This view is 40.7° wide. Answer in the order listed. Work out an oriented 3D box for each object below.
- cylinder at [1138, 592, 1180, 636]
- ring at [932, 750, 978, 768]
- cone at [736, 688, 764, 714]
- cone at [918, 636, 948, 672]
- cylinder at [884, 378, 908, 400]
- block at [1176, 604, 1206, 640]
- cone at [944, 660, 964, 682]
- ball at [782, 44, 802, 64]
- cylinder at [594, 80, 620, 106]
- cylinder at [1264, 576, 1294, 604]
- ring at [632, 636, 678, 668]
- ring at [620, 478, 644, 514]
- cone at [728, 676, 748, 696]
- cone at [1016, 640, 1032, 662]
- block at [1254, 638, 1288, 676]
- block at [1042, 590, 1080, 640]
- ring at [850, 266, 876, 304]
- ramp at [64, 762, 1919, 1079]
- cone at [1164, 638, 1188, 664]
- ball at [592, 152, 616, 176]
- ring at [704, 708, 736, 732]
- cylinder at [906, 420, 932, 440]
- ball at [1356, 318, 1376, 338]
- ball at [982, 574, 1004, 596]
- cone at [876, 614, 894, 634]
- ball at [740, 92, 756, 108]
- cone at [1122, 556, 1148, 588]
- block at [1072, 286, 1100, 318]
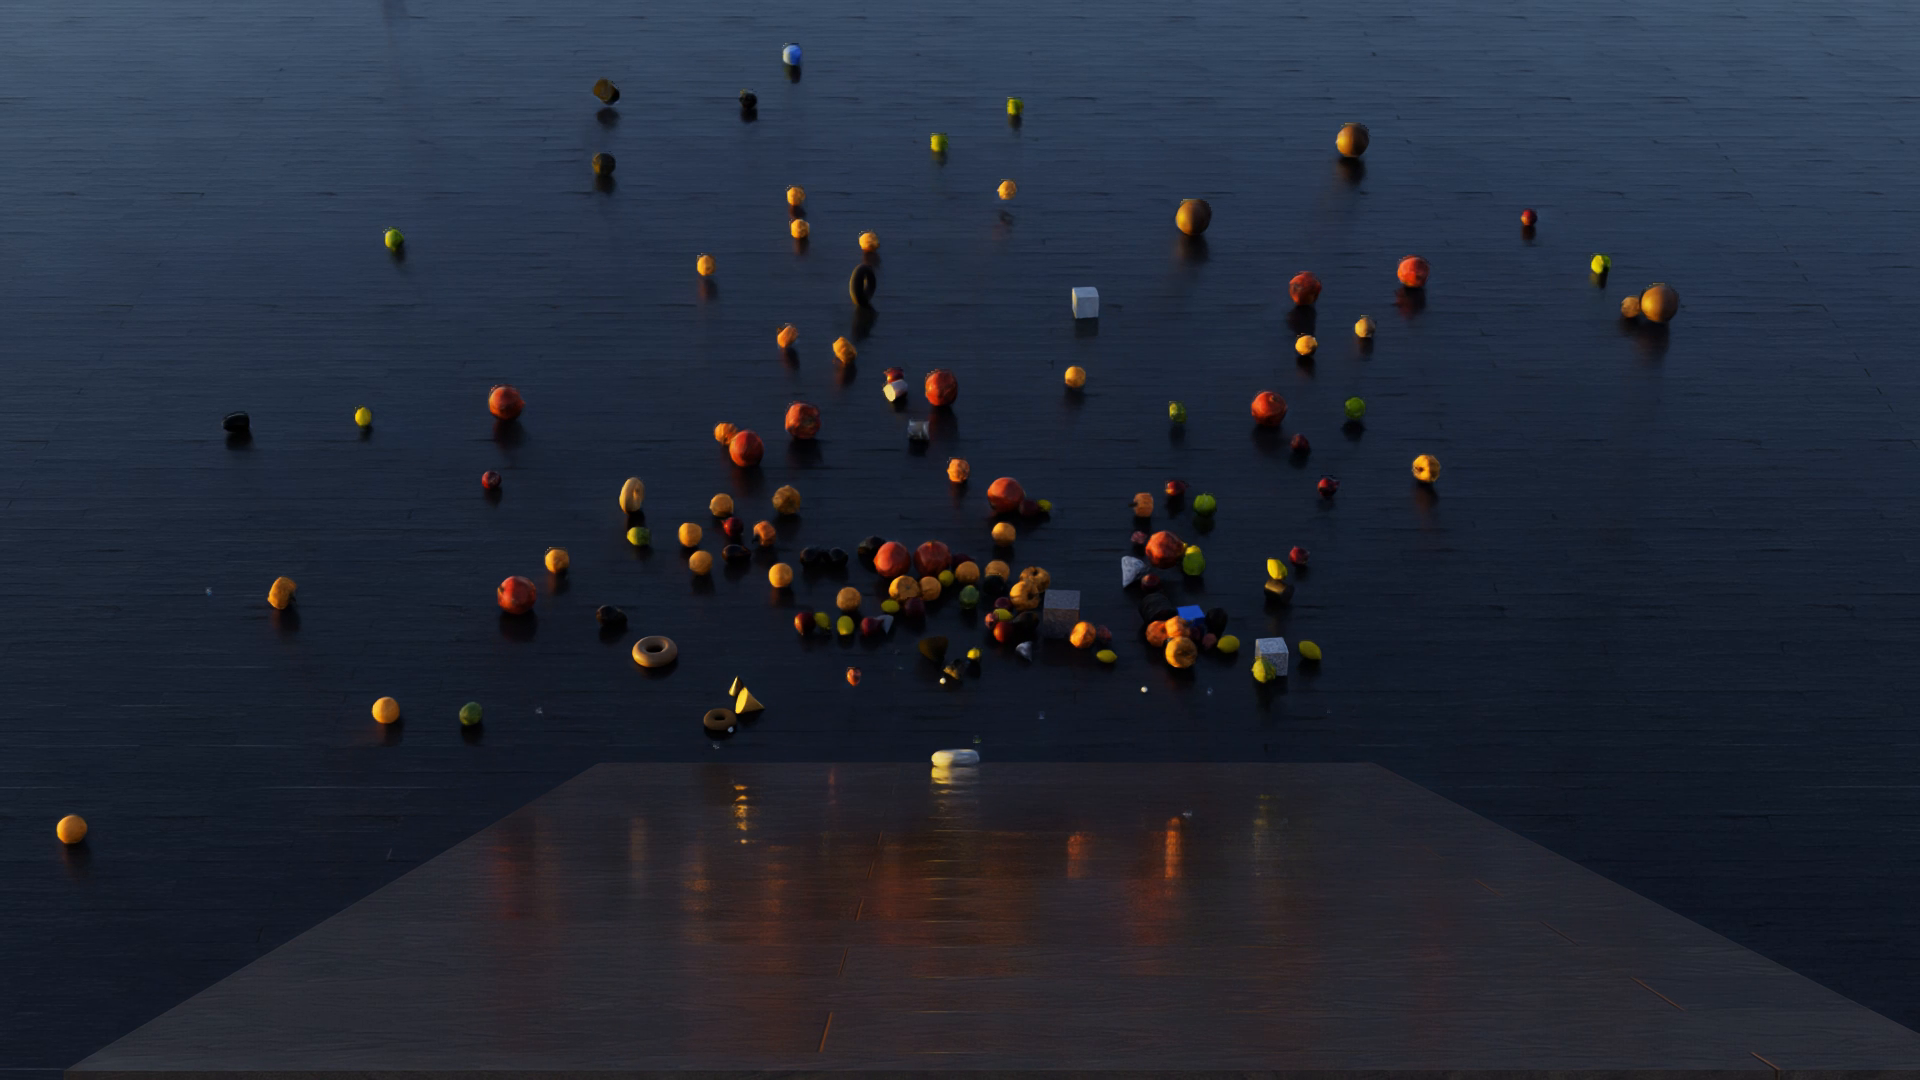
[{"bbox_3d":[0.566,0.212,7.368,0.090,0.090,0.090,-9,32,-14],"label":"cylinder"},{"bbox_3d":[-0.012,0.554,6.569,0.121,0.040,0.121,-1,0,0],"label":"ring"},{"bbox_3d":[-0.561,0.446,7.034,0.073,0.073,0.073,18,25,-22],"label":"cone"},{"bbox_3d":[-0.067,0.329,7.223,0.088,0.088,0.088,-6,58,-10],"label":"cone"},{"bbox_3d":[-0.212,-0.498,8.583,0.057,0.057,0.057,-27,40,-33],"label":"cylinder"},{"bbox_3d":[0.653,0.233,7.357,0.066,0.066,0.066,-7,32,-11],"label":"block"},{"bbox_3d":[-0.004,0.372,7.163,0.060,0.060,0.060,-17,62,-26],"label":"cone"},{"bbox_3d":[-0.727,-2.105,11.234,0.085,0.085,0.085,0,31,0],"label":"ball"},{"bbox_3d":[-1.475,-1.868,10.810,0.078,0.078,0.078,-17,57,27],"label":"cylinder"},{"bbox_3d":[0.926,0.145,7.507,0.063,0.063,0.063,25,39,35],"label":"cylinder"},{"bbox_3d":[-0.854,0.312,7.248,0.127,0.042,0.127,0,32,0],"label":"ring"},{"bbox_3d":[-1.003,-0.134,7.922,0.038,0.114,0.114,11,33,18],"label":"ring"},{"bbox_3d":[-0.609,0.393,7.102,0.054,0.054,0.054,0,31,0],"label":"cone"},{"bbox_3d":[0.190,0.320,7.252,0.054,0.054,0.054,-14,60,-22],"label":"cone"},{"bbox_3d":[0.865,0.325,7.193,0.077,0.077,0.077,-3,31,-5],"label":"block"},{"bbox_3d":[0.288,0.211,7.360,0.100,0.100,0.100,2,31,4],"label":"block"},{"bbox_3d":[-0.346,-0.902,9.172,0.047,0.141,0.141,11,32,26],"label":"ring"},{"bbox_3d":[0.069,0.612,4.685,2.000,0.100,4.000,0,0,0],"label":"ramp"},{"bbox_3d":[0.594,0.323,7.241,0.072,0.072,0.072,9,59,14],"label":"cone"},{"bbox_3d":[-1.401,-1.478,10.186,0.090,0.090,0.090,0,31,0],"label":"ball"},{"bbox_3d":[-0.646,0.484,6.973,0.089,0.030,0.089,1,30,0],"label":"ring"},{"bbox_3d":[-0.132,-0.353,8.337,0.062,0.062,0.062,-7,27,23],"label":"cylinder"},{"bbox_3d":[1.403,-0.733,8.964,0.069,0.069,0.069,0,31,0],"label":"ball"},{"bbox_3d":[0.096,0.131,7.530,0.062,0.062,0.062,0,31,0],"label":"ball"},{"bbox_3d":[-0.211,0.248,7.373,0.052,0.052,0.052,-3,58,-6],"label":"cone"},{"bbox_3d":[-0.882,-1.835,10.799,0.070,0.070,0.070,0,31,0],"label":"ball"},{"bbox_3d":[0.496,0.108,7.591,0.087,0.087,0.087,16,61,25],"label":"cone"},{"bbox_3d":[0.442,-0.837,9.126,0.080,0.080,0.080,-4,31,-6],"label":"block"}]
